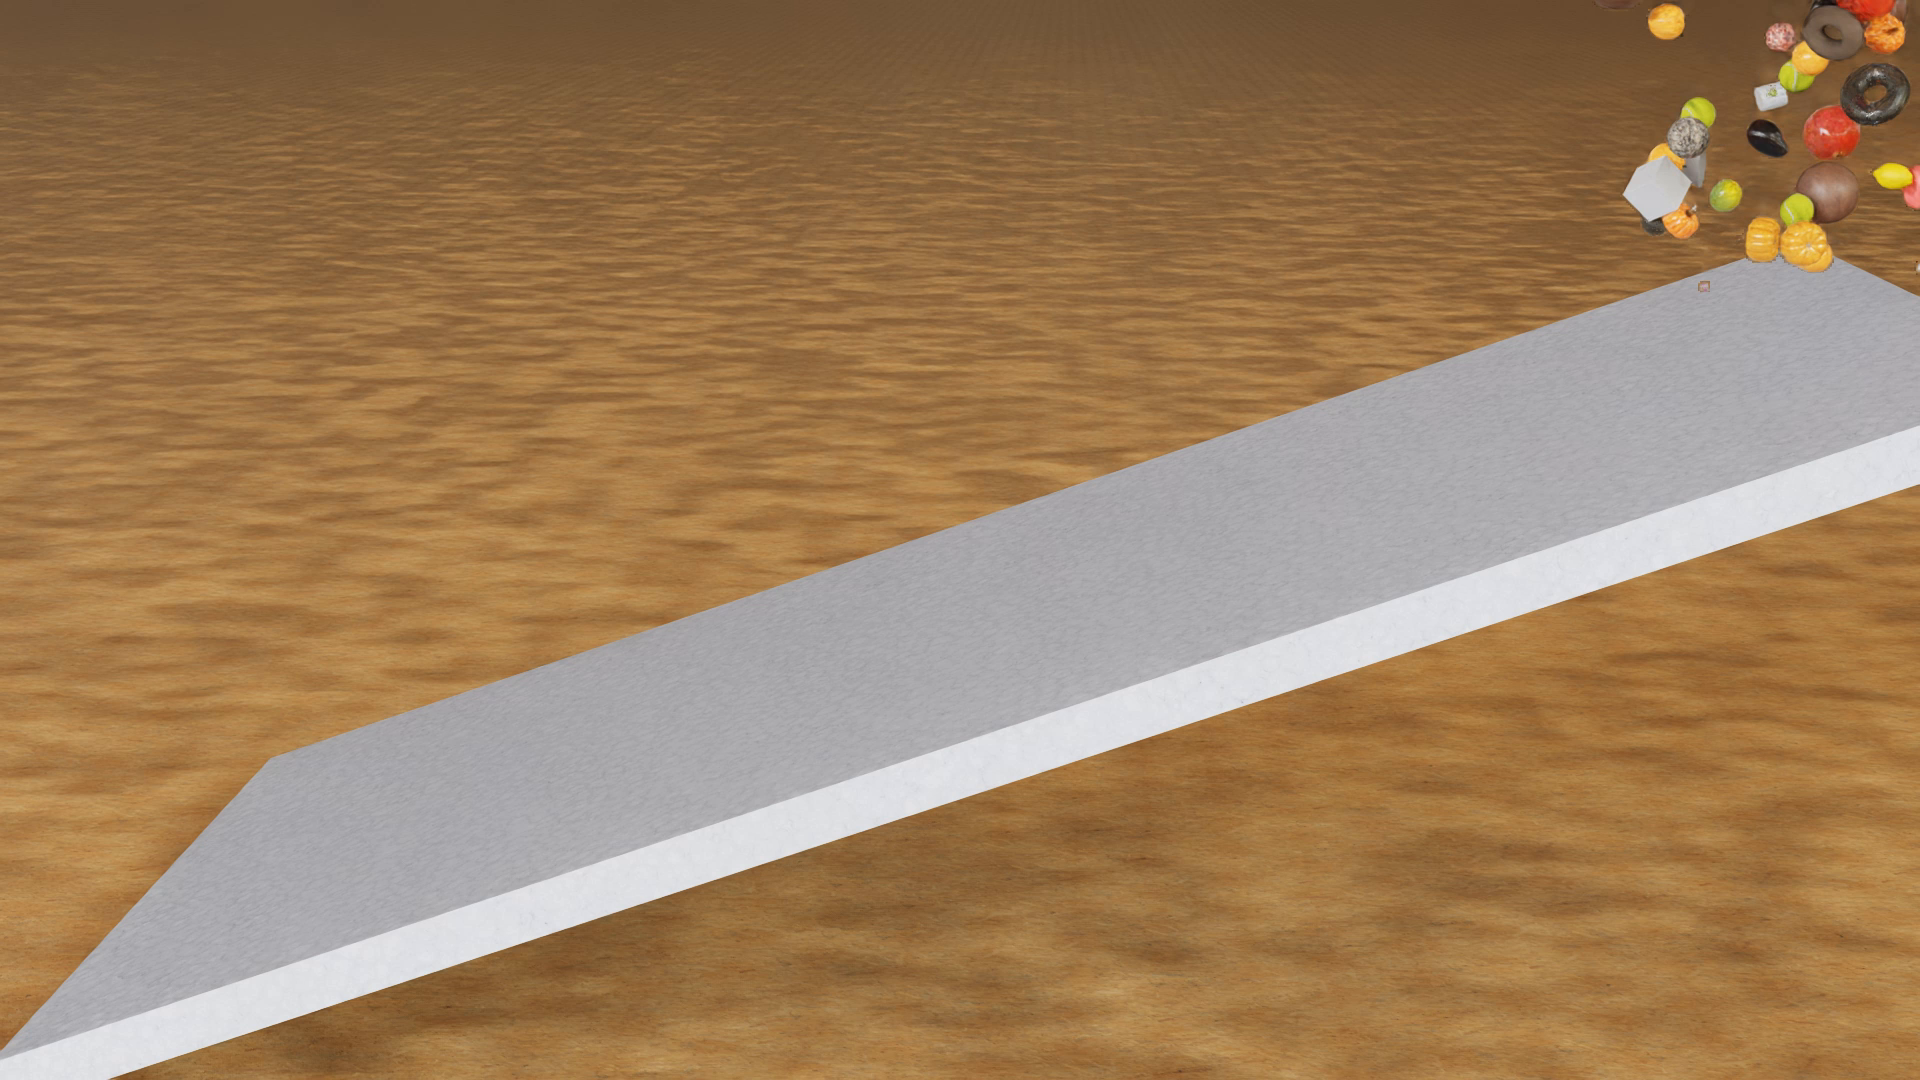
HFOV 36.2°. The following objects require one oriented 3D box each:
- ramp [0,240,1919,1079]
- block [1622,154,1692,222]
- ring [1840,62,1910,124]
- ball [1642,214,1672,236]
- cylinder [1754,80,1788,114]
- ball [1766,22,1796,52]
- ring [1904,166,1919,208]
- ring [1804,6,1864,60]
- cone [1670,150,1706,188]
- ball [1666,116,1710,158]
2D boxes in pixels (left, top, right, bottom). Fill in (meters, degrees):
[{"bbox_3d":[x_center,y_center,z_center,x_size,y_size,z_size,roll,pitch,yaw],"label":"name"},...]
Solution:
[{"bbox_3d":[0.111,0.179,6.301,4.000,0.100,2.000,-19,11,6],"label":"ramp"},{"bbox_3d":[1.431,-0.721,6.035,0.083,0.083,0.083,-23,30,55],"label":"block"},{"bbox_3d":[1.793,-0.874,5.764,0.133,0.133,0.044,8,-17,33],"label":"ring"},{"bbox_3d":[1.446,-0.663,6.104,0.062,0.062,0.062,0,12,0],"label":"ball"},{"bbox_3d":[1.671,-0.914,6.060,0.051,0.051,0.051,-31,16,-3],"label":"cylinder"},{"bbox_3d":[1.678,-1.028,6.011,0.061,0.061,0.061,0,12,0],"label":"ball"},{"bbox_3d":[1.864,-0.687,5.732,0.028,0.083,0.083,-4,13,-7],"label":"ring"},{"bbox_3d":[1.702,-0.988,5.732,0.120,0.120,0.040,10,47,38],"label":"ring"},{"bbox_3d":[1.507,-0.785,6.156,0.092,0.092,0.092,7,14,23],"label":"cone"},{"bbox_3d":[1.463,-0.808,5.906,0.084,0.084,0.084,0,12,0],"label":"ball"}]
